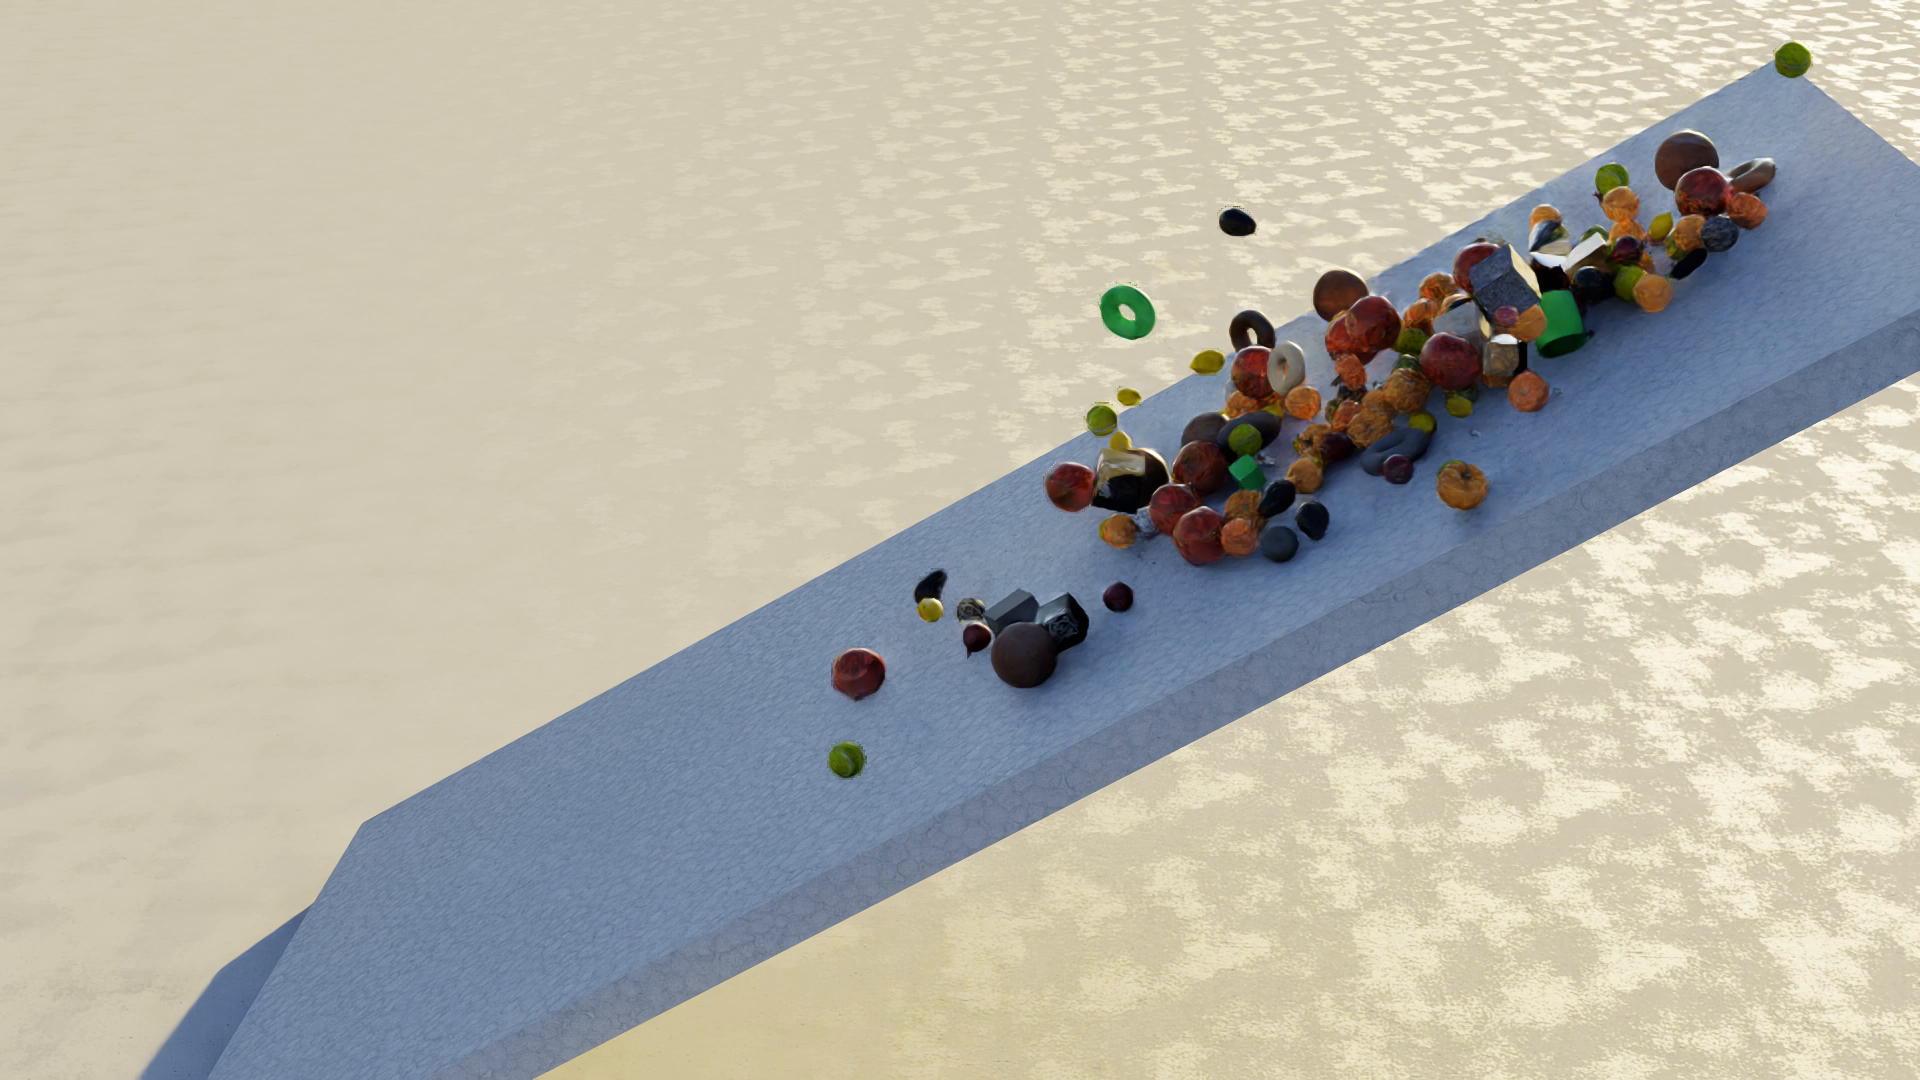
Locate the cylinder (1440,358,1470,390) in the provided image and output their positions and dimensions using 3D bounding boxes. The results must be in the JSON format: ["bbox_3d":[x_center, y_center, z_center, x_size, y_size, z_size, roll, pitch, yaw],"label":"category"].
[{"bbox_3d":[0.996,-0.337,5.912,0.058,0.058,0.058,2,22,7],"label":"cylinder"}]

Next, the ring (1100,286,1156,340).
[{"bbox_3d":[0.356,-0.484,6.251,0.128,0.128,0.043,11,38,29],"label":"ring"}]

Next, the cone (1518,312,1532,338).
[{"bbox_3d":[1.140,-0.472,5.915,0.094,0.094,0.094,-36,20,15],"label":"cone"}]

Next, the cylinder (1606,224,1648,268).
[{"bbox_3d":[1.356,-0.599,6.001,0.066,0.066,0.066,24,40,-21],"label":"cylinder"}]

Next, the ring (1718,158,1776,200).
[{"bbox_3d":[1.615,-0.742,6.042,0.127,0.042,0.127,-29,13,7],"label":"ring"}]

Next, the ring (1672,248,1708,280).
[{"bbox_3d":[1.414,-0.536,5.700,0.080,0.027,0.080,-41,0,0],"label":"ring"}]

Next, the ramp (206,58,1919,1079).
[{"bbox_3d":[0.142,0.168,6.285,4.000,0.100,2.000,-28,15,12],"label":"ramp"}]

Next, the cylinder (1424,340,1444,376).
[{"bbox_3d":[1.003,-0.380,5.972,0.085,0.085,0.085,-33,9,19],"label":"cylinder"}]

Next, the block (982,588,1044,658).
[{"bbox_3d":[0.119,0.168,5.941,0.094,0.094,0.094,-34,15,-10],"label":"block"}]

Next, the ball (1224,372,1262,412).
[{"bbox_3d":[0.633,-0.330,6.571,0.087,0.087,0.087,0,19,0],"label":"ball"}]

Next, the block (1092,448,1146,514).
[{"bbox_3d":[0.334,-0.123,6.189,0.094,0.094,0.094,12,25,-2],"label":"block"}]

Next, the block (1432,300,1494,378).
[{"bbox_3d":[0.999,-0.397,5.809,0.091,0.091,0.091,-25,37,20],"label":"block"}]

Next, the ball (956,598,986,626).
[{"bbox_3d":[0.023,0.153,6.251,0.062,0.062,0.062,0,19,0],"label":"ball"}]

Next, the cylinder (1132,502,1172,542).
[{"bbox_3d":[0.399,-0.038,6.124,0.062,0.062,0.062,-33,19,4],"label":"cylinder"}]

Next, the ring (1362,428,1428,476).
[{"bbox_3d":[0.843,-0.171,5.699,0.139,0.046,0.139,-28,14,8],"label":"ring"}]

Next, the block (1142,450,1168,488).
[{"bbox_3d":[0.420,-0.158,6.500,0.052,0.052,0.052,-24,16,26],"label":"block"}]

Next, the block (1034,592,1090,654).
[{"bbox_3d":[0.199,0.163,5.755,0.073,0.073,0.073,-28,24,26],"label":"block"}]

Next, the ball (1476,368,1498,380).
[{"bbox_3d":[1.051,-0.346,5.840,0.054,0.054,0.054,0,19,0],"label":"ball"}]

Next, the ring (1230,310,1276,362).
[{"bbox_3d":[0.647,-0.451,6.503,0.041,0.122,0.122,-24,30,-38],"label":"ring"}]

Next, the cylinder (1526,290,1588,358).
[{"bbox_3d":[1.155,-0.419,5.701,0.098,0.098,0.098,-12,-21,-5],"label":"cylinder"}]

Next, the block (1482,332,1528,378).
[{"bbox_3d":[1.041,-0.353,5.619,0.064,0.064,0.064,10,23,32],"label":"block"}]

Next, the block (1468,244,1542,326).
[{"bbox_3d":[1.023,-0.479,5.522,0.091,0.091,0.091,-34,27,23],"label":"block"}]

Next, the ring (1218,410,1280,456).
[{"bbox_3d":[0.604,-0.222,6.157,0.141,0.141,0.047,-9,64,-26],"label":"ring"}]

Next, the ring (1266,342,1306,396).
[{"bbox_3d":[0.672,-0.352,6.055,0.037,0.112,0.112,-1,17,-29],"label":"ring"}]

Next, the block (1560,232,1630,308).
[{"bbox_3d":[1.279,-0.544,5.930,0.095,0.095,0.095,-36,14,15],"label":"block"}]

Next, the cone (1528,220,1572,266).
[{"bbox_3d":[1.160,-0.585,5.891,0.095,0.095,0.095,14,25,35],"label":"cone"}]

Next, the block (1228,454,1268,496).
[{"bbox_3d":[0.589,-0.134,6.034,0.051,0.051,0.051,-36,44,-1],"label":"block"}]

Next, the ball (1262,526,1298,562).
[{"bbox_3d":[0.603,0.007,5.543,0.070,0.070,0.070,0,19,0],"label":"ball"}]

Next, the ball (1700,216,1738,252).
[{"bbox_3d":[1.462,-0.590,5.661,0.071,0.071,0.071,0,19,0],"label":"ball"}]

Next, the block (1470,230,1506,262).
[{"bbox_3d":[1.151,-0.632,6.389,0.052,0.052,0.052,-32,33,-11],"label":"block"}]
